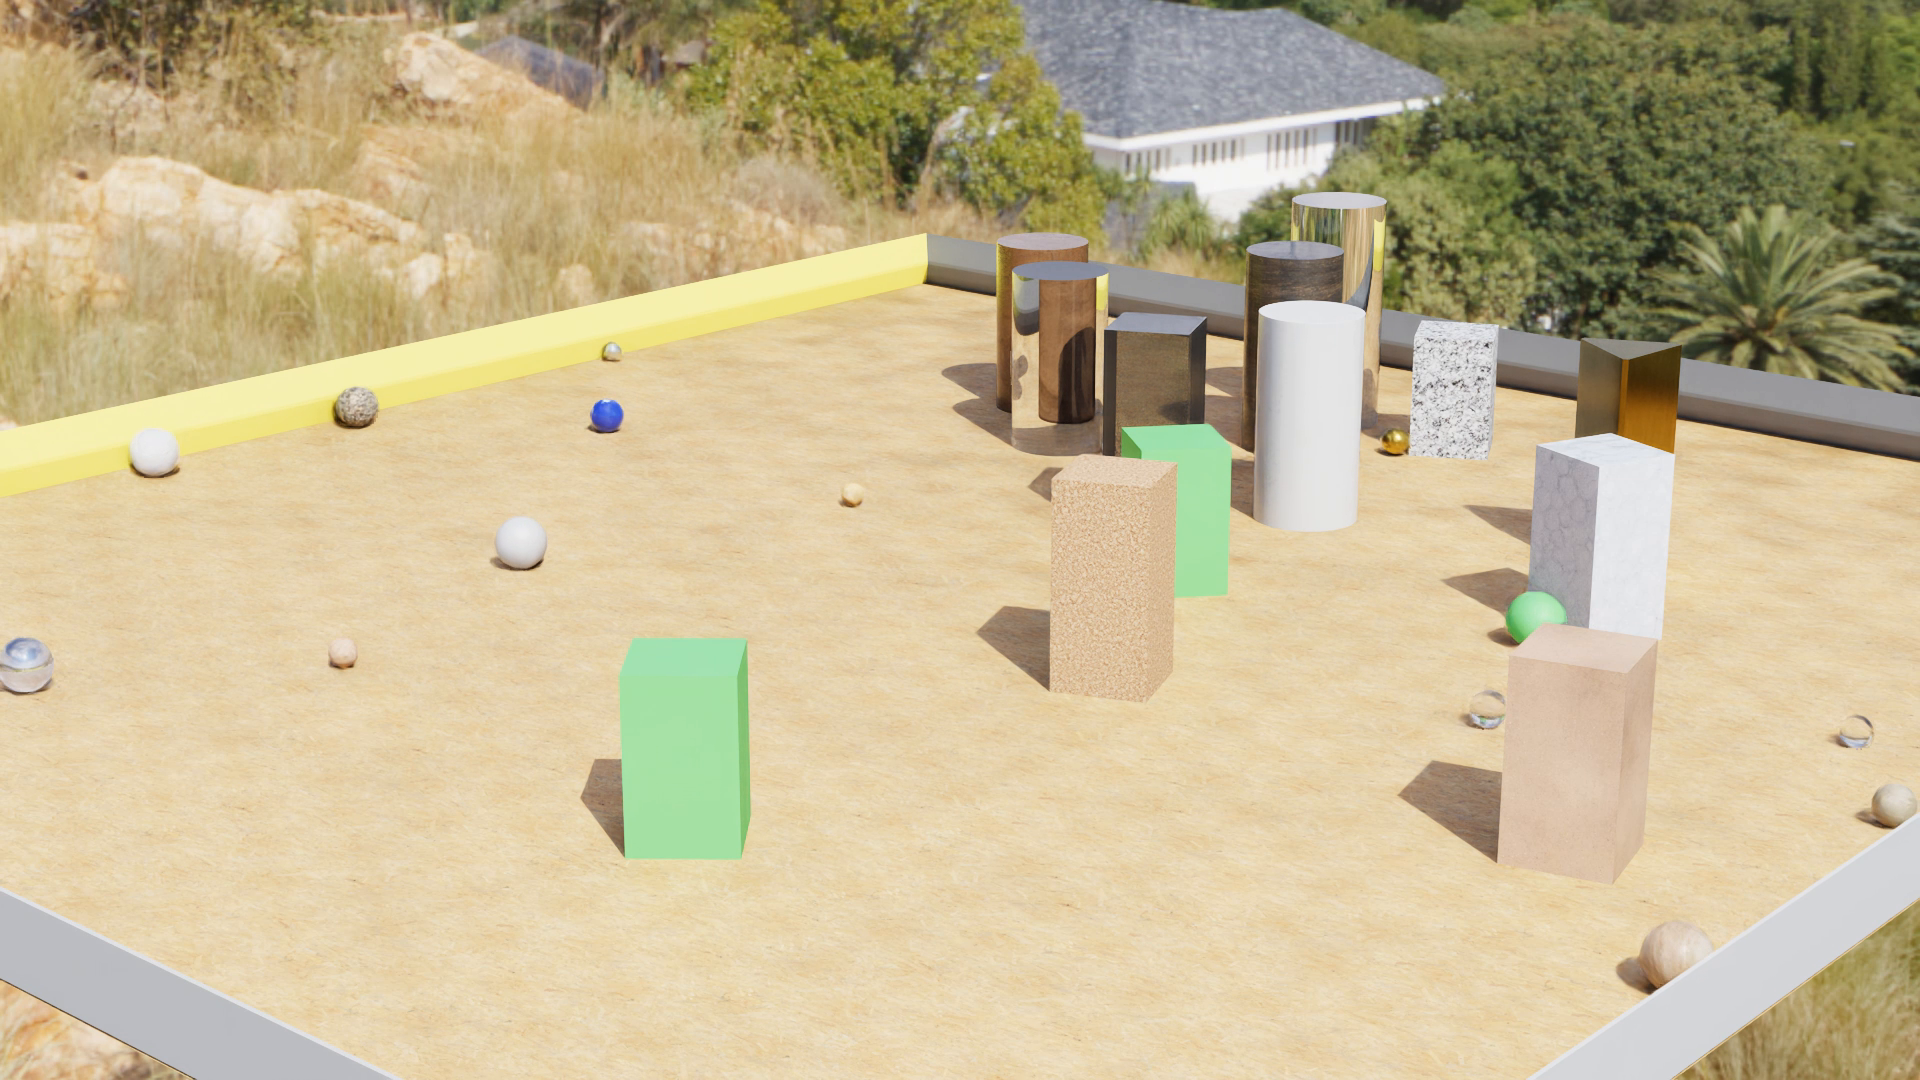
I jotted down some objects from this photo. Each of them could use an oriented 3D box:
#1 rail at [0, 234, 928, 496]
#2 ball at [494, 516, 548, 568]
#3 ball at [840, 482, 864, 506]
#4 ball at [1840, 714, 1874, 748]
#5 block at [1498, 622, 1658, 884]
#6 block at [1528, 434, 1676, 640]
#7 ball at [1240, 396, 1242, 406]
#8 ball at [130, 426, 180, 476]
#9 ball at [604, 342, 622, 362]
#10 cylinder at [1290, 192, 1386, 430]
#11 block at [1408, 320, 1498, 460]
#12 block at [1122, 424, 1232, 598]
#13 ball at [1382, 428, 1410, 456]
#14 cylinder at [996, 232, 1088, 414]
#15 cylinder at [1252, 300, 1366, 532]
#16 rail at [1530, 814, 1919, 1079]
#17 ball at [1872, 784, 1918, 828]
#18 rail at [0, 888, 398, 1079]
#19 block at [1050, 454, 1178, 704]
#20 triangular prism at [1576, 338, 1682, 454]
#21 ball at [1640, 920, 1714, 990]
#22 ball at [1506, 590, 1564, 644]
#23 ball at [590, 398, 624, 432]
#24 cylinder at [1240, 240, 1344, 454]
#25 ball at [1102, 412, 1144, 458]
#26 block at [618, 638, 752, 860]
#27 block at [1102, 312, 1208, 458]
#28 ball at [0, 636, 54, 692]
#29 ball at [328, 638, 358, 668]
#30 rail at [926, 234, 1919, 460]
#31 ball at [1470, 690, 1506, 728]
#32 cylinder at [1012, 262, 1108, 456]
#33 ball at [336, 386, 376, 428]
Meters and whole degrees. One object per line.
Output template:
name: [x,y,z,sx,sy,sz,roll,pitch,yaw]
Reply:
rail: [-1.358,-0.308,6.249,0.045,0.129,3.927,14,22,39]
ball: [-0.790,0.005,5.275,0.095,0.095,0.095,0,17,0]
ball: [-0.208,-0.089,5.669,0.046,0.046,0.046,0,17,0]
ball: [1.350,0.288,4.413,0.050,0.050,0.050,0,17,0]
block: [0.838,0.287,3.981,0.159,0.300,0.159,8,19,26]
block: [1.065,0.004,4.887,0.159,0.320,0.159,-9,19,-27]
ball: [0.644,-0.300,6.314,0.079,0.079,0.079,0,17,0]
ball: [-1.611,-0.177,5.868,0.099,0.099,0.099,0,17,0]
ball: [-0.810,-0.439,6.836,0.043,0.043,0.043,0,17,0]
cylinder: [0.799,-0.486,6.241,0.199,0.477,0.199,0,17,0]
block: [1.020,-0.310,6.051,0.159,0.249,0.159,4,17,13]
block: [0.377,-0.051,5.157,0.159,0.269,0.159,-3,17,-9]
ball: [0.896,-0.202,6.028,0.056,0.056,0.056,0,17,0]
cylinder: [0.178,-0.470,6.383,0.199,0.365,0.199,0,17,0]
cylinder: [0.659,-0.236,5.544,0.199,0.400,0.199,0,17,0]
rail: [1.358,0.372,3.991,0.045,0.129,3.927,14,22,39]
ball: [1.310,0.372,4.112,0.062,0.062,0.062,0,17,0]
rail: [-1.272,0.455,3.717,3.645,0.129,0.045,14,22,39]
block: [0.244,0.059,4.650,0.159,0.351,0.159,6,18,18]
triangular prism: [1.163,-0.150,5.244,0.172,0.408,0.149,-16,23,-42]
ball: [0.880,0.512,3.597,0.091,0.091,0.091,0,17,0]
ball: [0.952,0.132,4.852,0.096,0.096,0.096,0,17,0]
ball: [-0.748,-0.264,6.208,0.071,0.071,0.071,0,17,0]
cylinder: [0.684,-0.393,6.043,0.199,0.414,0.199,0,17,0]
ball: [0.336,-0.215,6.008,0.093,0.093,0.093,0,17,0]
block: [-0.377,0.286,4.044,0.159,0.265,0.159,0,17,1]
block: [0.363,-0.214,5.483,0.159,0.392,0.159,5,17,16]
ball: [-1.481,0.198,4.645,0.088,0.088,0.088,0,17,0]
ball: [-1.002,0.184,4.763,0.047,0.047,0.047,0,17,0]
rail: [1.272,-0.390,6.522,3.645,0.129,0.045,14,22,39]
ball: [0.811,0.259,4.493,0.059,0.059,0.059,0,17,0]
cylinder: [0.206,-0.376,6.065,0.199,0.368,0.199,0,17,0]
ball: [-1.286,-0.283,6.245,0.087,0.087,0.087,0,17,0]
